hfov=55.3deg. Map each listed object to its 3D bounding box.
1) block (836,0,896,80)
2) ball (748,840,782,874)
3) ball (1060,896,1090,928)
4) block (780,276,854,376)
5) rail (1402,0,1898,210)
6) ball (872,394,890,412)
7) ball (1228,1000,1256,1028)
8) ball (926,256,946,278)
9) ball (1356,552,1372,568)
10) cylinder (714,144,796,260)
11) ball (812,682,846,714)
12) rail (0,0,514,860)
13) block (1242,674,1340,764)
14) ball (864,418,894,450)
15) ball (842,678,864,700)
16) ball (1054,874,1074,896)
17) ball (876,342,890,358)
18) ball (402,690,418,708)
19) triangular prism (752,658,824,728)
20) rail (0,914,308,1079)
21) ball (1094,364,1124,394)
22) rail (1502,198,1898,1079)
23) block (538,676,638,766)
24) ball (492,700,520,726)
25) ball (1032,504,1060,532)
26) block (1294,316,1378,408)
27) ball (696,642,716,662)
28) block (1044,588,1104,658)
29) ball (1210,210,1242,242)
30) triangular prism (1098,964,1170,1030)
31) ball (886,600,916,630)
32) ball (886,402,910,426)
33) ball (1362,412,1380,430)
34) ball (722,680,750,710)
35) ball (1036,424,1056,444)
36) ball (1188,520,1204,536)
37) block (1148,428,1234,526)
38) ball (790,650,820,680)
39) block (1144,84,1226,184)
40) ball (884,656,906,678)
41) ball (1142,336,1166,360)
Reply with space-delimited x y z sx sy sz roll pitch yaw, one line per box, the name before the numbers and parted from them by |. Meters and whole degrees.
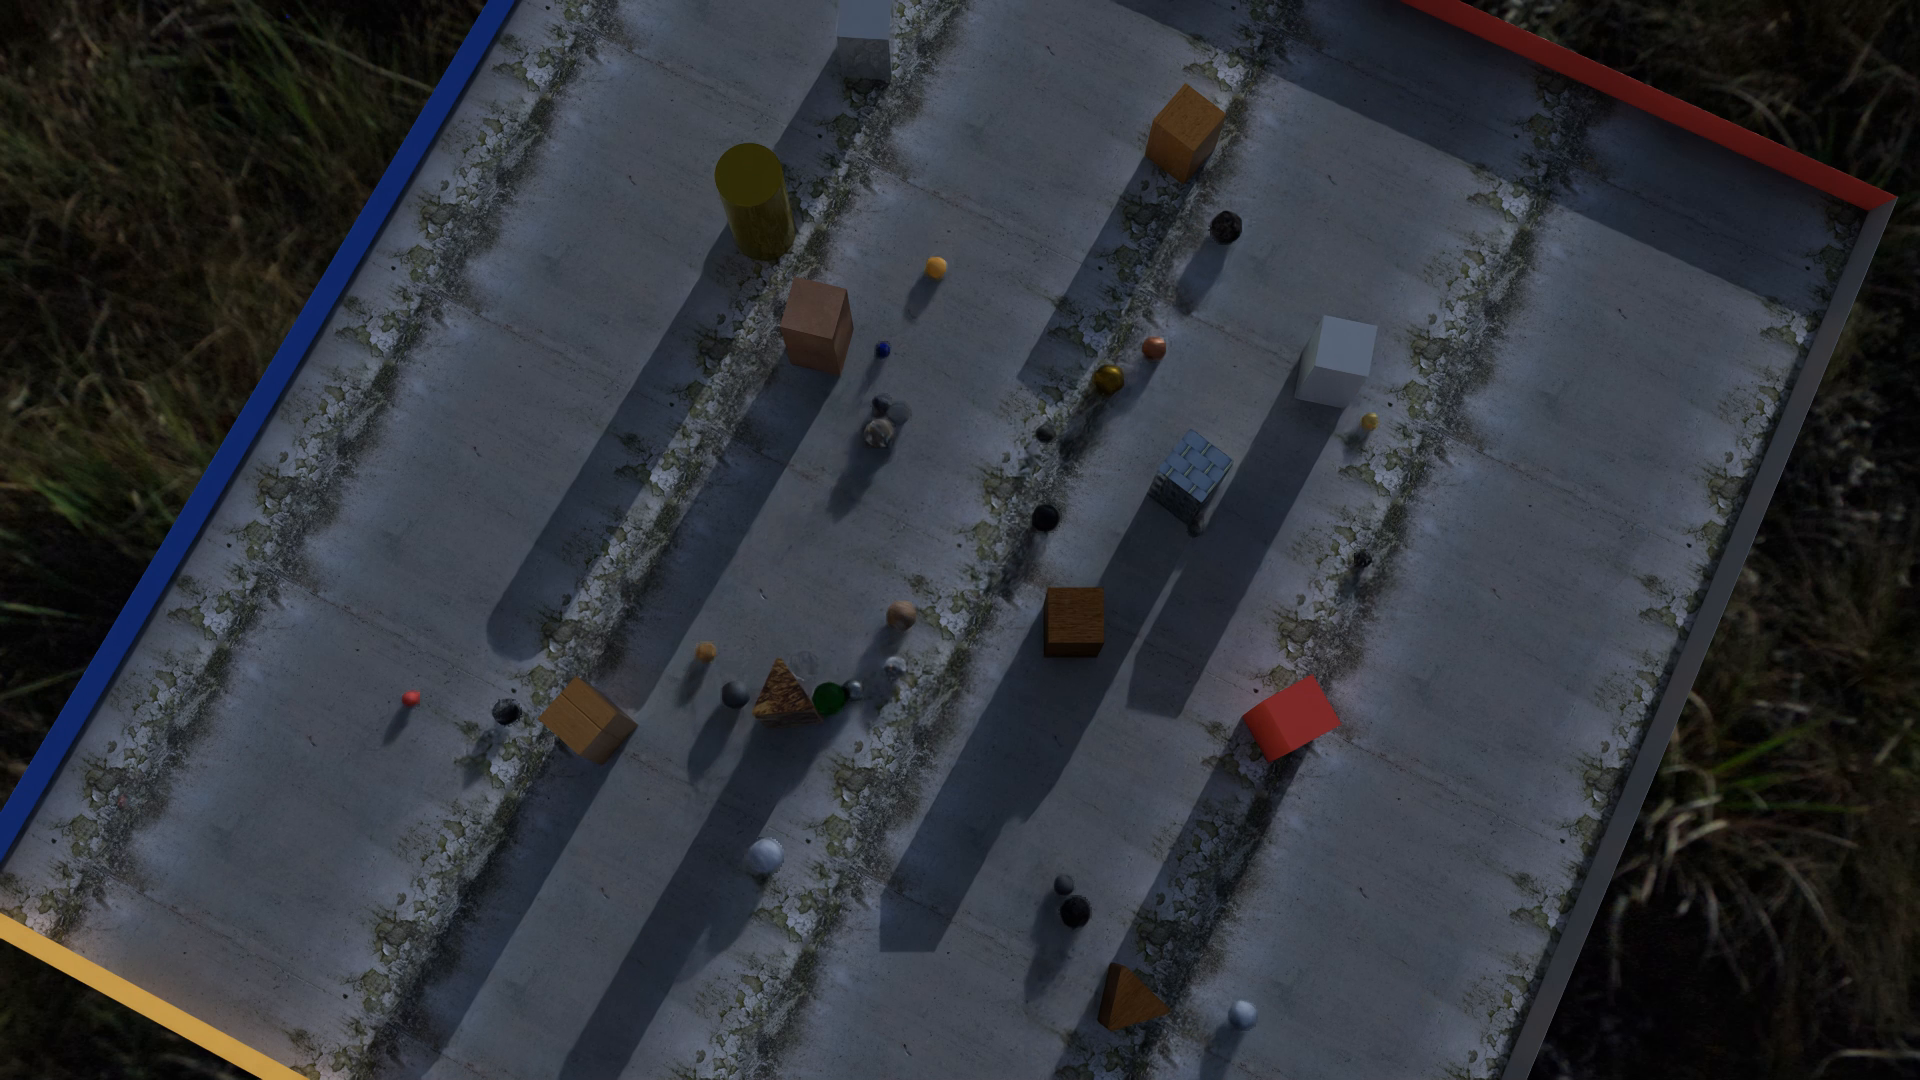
block | -0.295 -1.598 5.806 0.160 0.277 0.160 4 78 1
ball | -0.572 0.928 5.374 0.100 0.100 0.100 0 78 0
ball | 0.337 1.087 5.346 0.089 0.089 0.089 0 78 0
block | -0.431 -0.644 5.561 0.160 0.371 0.160 14 79 3
rail | 1.008 -1.966 5.956 4.256 0.130 0.045 26 80 5
ball | -0.242 -0.423 5.676 0.055 0.055 0.055 0 78 0
ball | 0.815 1.370 5.292 0.080 0.080 0.080 0 78 0
ball | -0.075 -0.857 5.760 0.068 0.068 0.068 0 78 0
ball | 1.228 0.059 5.580 0.049 0.049 0.049 0 78 0
cylinder | -0.621 -1.027 5.600 0.200 0.449 0.200 0 78 0
ball | -0.391 0.471 5.459 0.098 0.098 0.098 0 78 0
rail | -1.882 -0.915 5.739 0.045 0.130 4.553 26 80 5
block | 0.955 0.521 5.306 0.160 0.397 0.160 -28 80 -5
ball | -0.249 -0.328 5.636 0.096 0.096 0.096 0 78 0
ball | -0.321 0.447 5.492 0.063 0.063 0.063 0 78 0
ball | 0.305 1.012 5.376 0.061 0.061 0.061 0 78 0
ball | -0.240 -0.592 5.715 0.047 0.047 0.047 0 78 0
ball | -1.648 0.477 5.493 0.050 0.050 0.050 0 78 0
triangular prism | -0.502 0.444 5.324 0.173 0.392 0.150 -6 78 -1
rail | -1.008 1.980 5.139 4.256 0.130 0.045 26 80 5
ball | 0.461 -0.497 5.671 0.095 0.095 0.095 0 78 0
rail | 1.882 0.928 5.357 0.045 0.130 4.553 26 80 5
block | -1.078 0.529 5.334 0.160 0.340 0.160 40 81 8
ball | -1.356 0.514 5.471 0.077 0.077 0.077 0 78 0
ball | 0.261 -0.067 5.587 0.085 0.085 0.085 0 78 0
block | 1.135 -0.536 5.554 0.160 0.341 0.160 12 79 2
ball | -0.764 0.339 5.515 0.061 0.061 0.061 0 78 0
block | 0.334 0.246 5.409 0.160 0.306 0.160 0 78 0
ball | 0.840 -0.986 5.770 0.099 0.099 0.099 0 78 0
triangular prism | 0.464 1.267 5.152 0.173 0.396 0.150 -16 79 -3
ball | -0.176 0.227 5.522 0.093 0.093 0.093 0 78 0
ball | -0.190 -0.390 5.661 0.072 0.072 0.072 0 78 0
ball | 1.269 -0.369 5.666 0.054 0.054 0.054 0 78 0
ball | -0.670 0.462 5.477 0.086 0.086 0.086 0 78 0
ball | 0.265 -0.329 5.654 0.060 0.060 0.060 0 78 0
ball | 0.723 -0.036 5.599 0.050 0.050 0.050 0 78 0
block | 0.688 -0.185 5.492 0.160 0.320 0.160 38 81 7
ball | -0.464 0.373 5.468 0.089 0.089 0.089 0 78 0
block | 0.704 -1.270 5.746 0.160 0.262 0.160 39 81 7
ball | -0.194 0.382 5.504 0.066 0.066 0.066 0 78 0
ball | 0.605 -0.597 5.701 0.077 0.077 0.077 0 78 0
